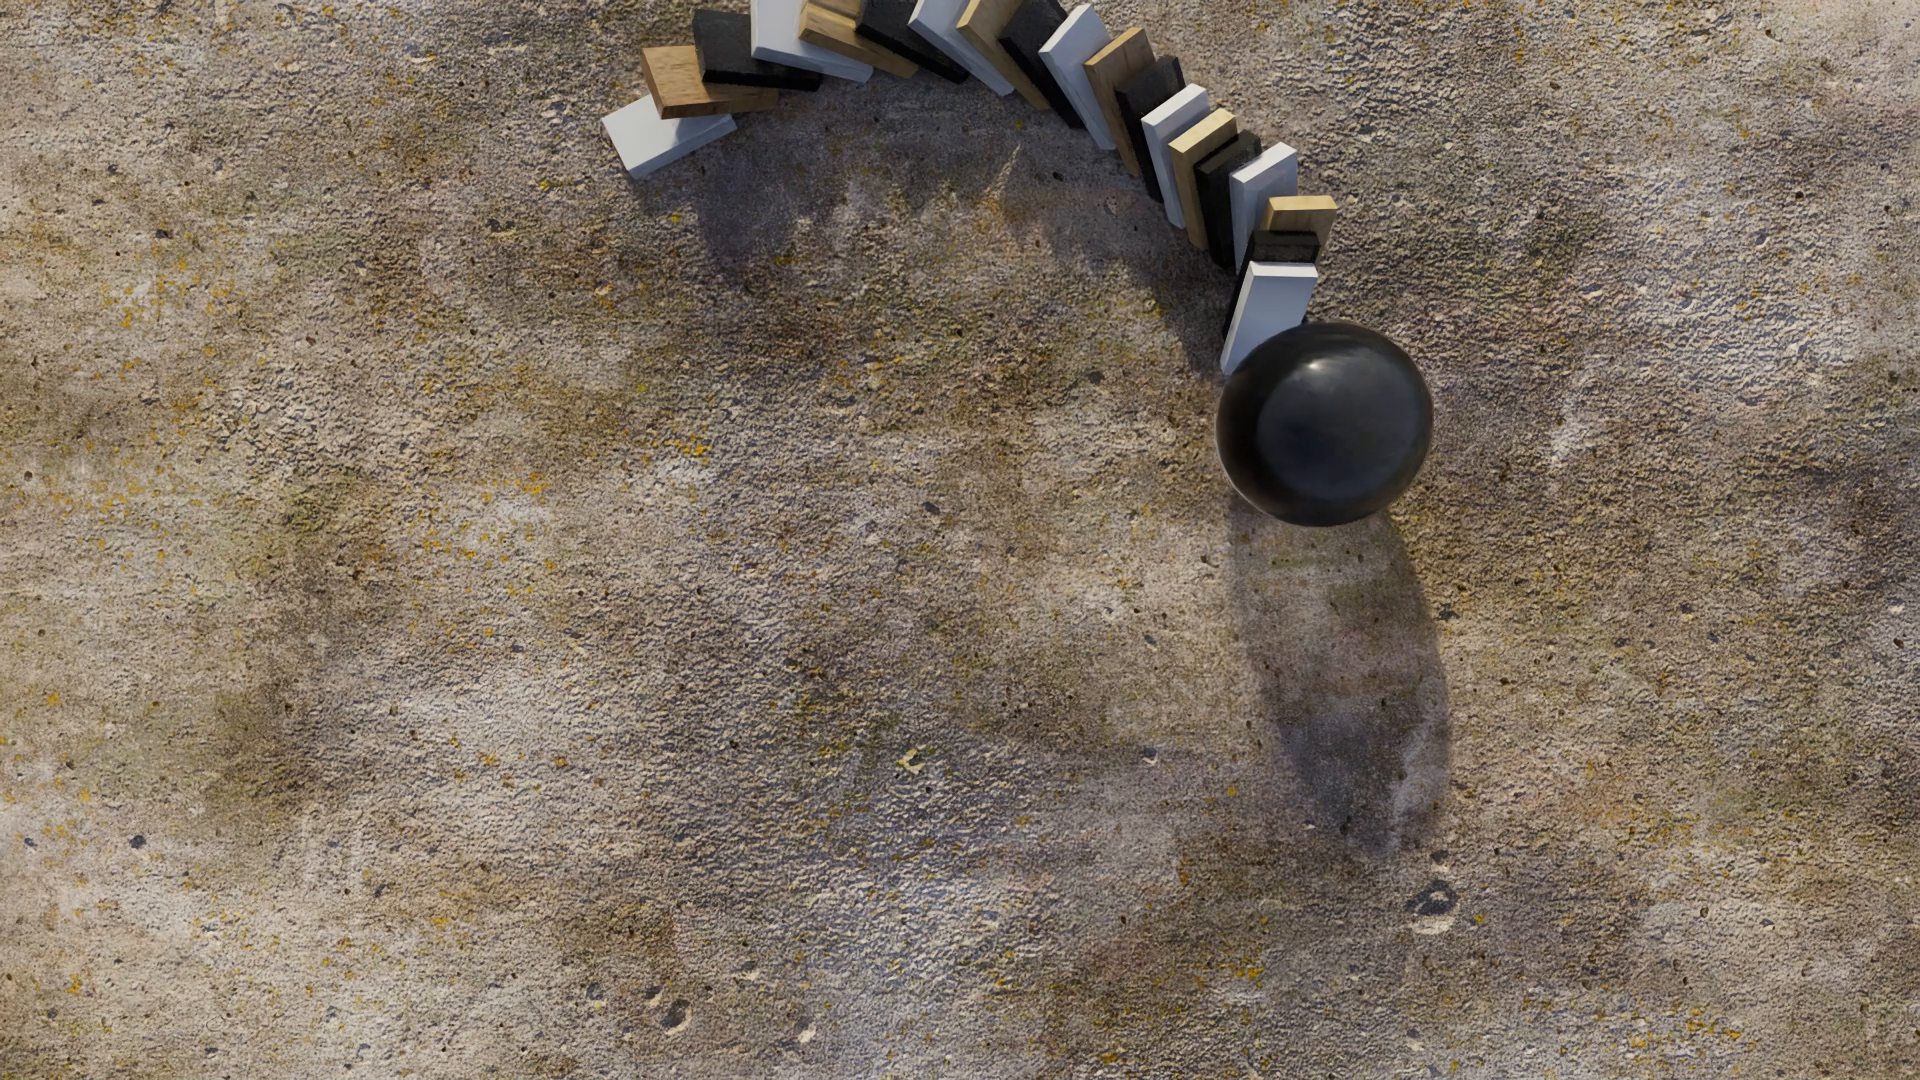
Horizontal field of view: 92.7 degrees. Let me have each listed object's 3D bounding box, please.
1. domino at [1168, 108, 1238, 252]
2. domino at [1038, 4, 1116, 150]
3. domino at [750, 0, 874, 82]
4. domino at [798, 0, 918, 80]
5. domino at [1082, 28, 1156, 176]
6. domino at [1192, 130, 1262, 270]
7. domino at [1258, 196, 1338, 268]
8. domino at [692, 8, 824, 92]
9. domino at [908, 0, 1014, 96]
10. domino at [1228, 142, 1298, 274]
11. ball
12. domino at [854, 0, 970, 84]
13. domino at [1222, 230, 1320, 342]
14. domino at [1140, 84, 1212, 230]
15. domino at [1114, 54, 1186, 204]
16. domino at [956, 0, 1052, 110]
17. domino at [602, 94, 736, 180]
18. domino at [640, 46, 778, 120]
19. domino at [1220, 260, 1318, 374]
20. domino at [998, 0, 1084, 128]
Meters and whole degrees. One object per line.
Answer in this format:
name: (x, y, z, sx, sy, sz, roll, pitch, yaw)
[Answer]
domino: (0.104, -0.147, 0.378, 0.025, 0.050, 0.009, -35, 51, 0)
domino: (0.057, -0.191, 0.381, 0.025, 0.010, 0.050, -49, 126, 0)
domino: (-0.062, -0.212, 0.385, 0.050, 0.010, 0.025, -1, 90, -27)
domino: (-0.041, -0.216, 0.384, 0.050, 0.010, 0.025, 7, 88, -27)
domino: (0.073, -0.182, 0.382, 0.025, 0.010, 0.050, -36, 126, 0)
domino: (0.113, -0.139, 0.378, 0.025, 0.050, 0.010, -35, 51, 0)
domino: (0.134, -0.116, 0.377, 0.025, 0.050, 0.009, -2, 51, -2)
domino: (-0.084, -0.205, 0.384, 0.050, 0.009, 0.025, -9, 89, -27)
domino: (0.006, -0.213, 0.384, 0.050, 0.010, 0.025, 24, 90, -28)
domino: (0.125, -0.133, 0.377, 0.025, 0.050, 0.010, -32, 50, -4)
ball: (0.141, -0.045, 0.360, 0.080, 0.080, 0.080, 0, 90, 0)
domino: (-0.017, -0.215, 0.384, 0.050, 0.009, 0.025, 14, 90, -28)
domino: (0.127, -0.102, 0.378, 0.025, 0.050, 0.009, 2, 51, 0)
domino: (0.094, -0.157, 0.379, 0.025, 0.050, 0.009, -35, 46, 0)
domino: (0.084, -0.170, 0.380, 0.025, 0.010, 0.050, -35, 130, 0)
domino: (0.025, -0.207, 0.382, 0.050, 0.010, 0.025, 29, 90, -34)
domino: (-0.125, -0.180, 0.395, 0.050, 0.010, 0.025, -27, 90, 0)
domino: (-0.105, -0.193, 0.384, 0.050, 0.009, 0.025, -20, 89, -28)
domino: (0.126, -0.090, 0.378, 0.025, 0.050, 0.010, 2, 51, 0)
domino: (0.041, -0.200, 0.382, 0.050, 0.009, 0.025, 34, 90, -36)
